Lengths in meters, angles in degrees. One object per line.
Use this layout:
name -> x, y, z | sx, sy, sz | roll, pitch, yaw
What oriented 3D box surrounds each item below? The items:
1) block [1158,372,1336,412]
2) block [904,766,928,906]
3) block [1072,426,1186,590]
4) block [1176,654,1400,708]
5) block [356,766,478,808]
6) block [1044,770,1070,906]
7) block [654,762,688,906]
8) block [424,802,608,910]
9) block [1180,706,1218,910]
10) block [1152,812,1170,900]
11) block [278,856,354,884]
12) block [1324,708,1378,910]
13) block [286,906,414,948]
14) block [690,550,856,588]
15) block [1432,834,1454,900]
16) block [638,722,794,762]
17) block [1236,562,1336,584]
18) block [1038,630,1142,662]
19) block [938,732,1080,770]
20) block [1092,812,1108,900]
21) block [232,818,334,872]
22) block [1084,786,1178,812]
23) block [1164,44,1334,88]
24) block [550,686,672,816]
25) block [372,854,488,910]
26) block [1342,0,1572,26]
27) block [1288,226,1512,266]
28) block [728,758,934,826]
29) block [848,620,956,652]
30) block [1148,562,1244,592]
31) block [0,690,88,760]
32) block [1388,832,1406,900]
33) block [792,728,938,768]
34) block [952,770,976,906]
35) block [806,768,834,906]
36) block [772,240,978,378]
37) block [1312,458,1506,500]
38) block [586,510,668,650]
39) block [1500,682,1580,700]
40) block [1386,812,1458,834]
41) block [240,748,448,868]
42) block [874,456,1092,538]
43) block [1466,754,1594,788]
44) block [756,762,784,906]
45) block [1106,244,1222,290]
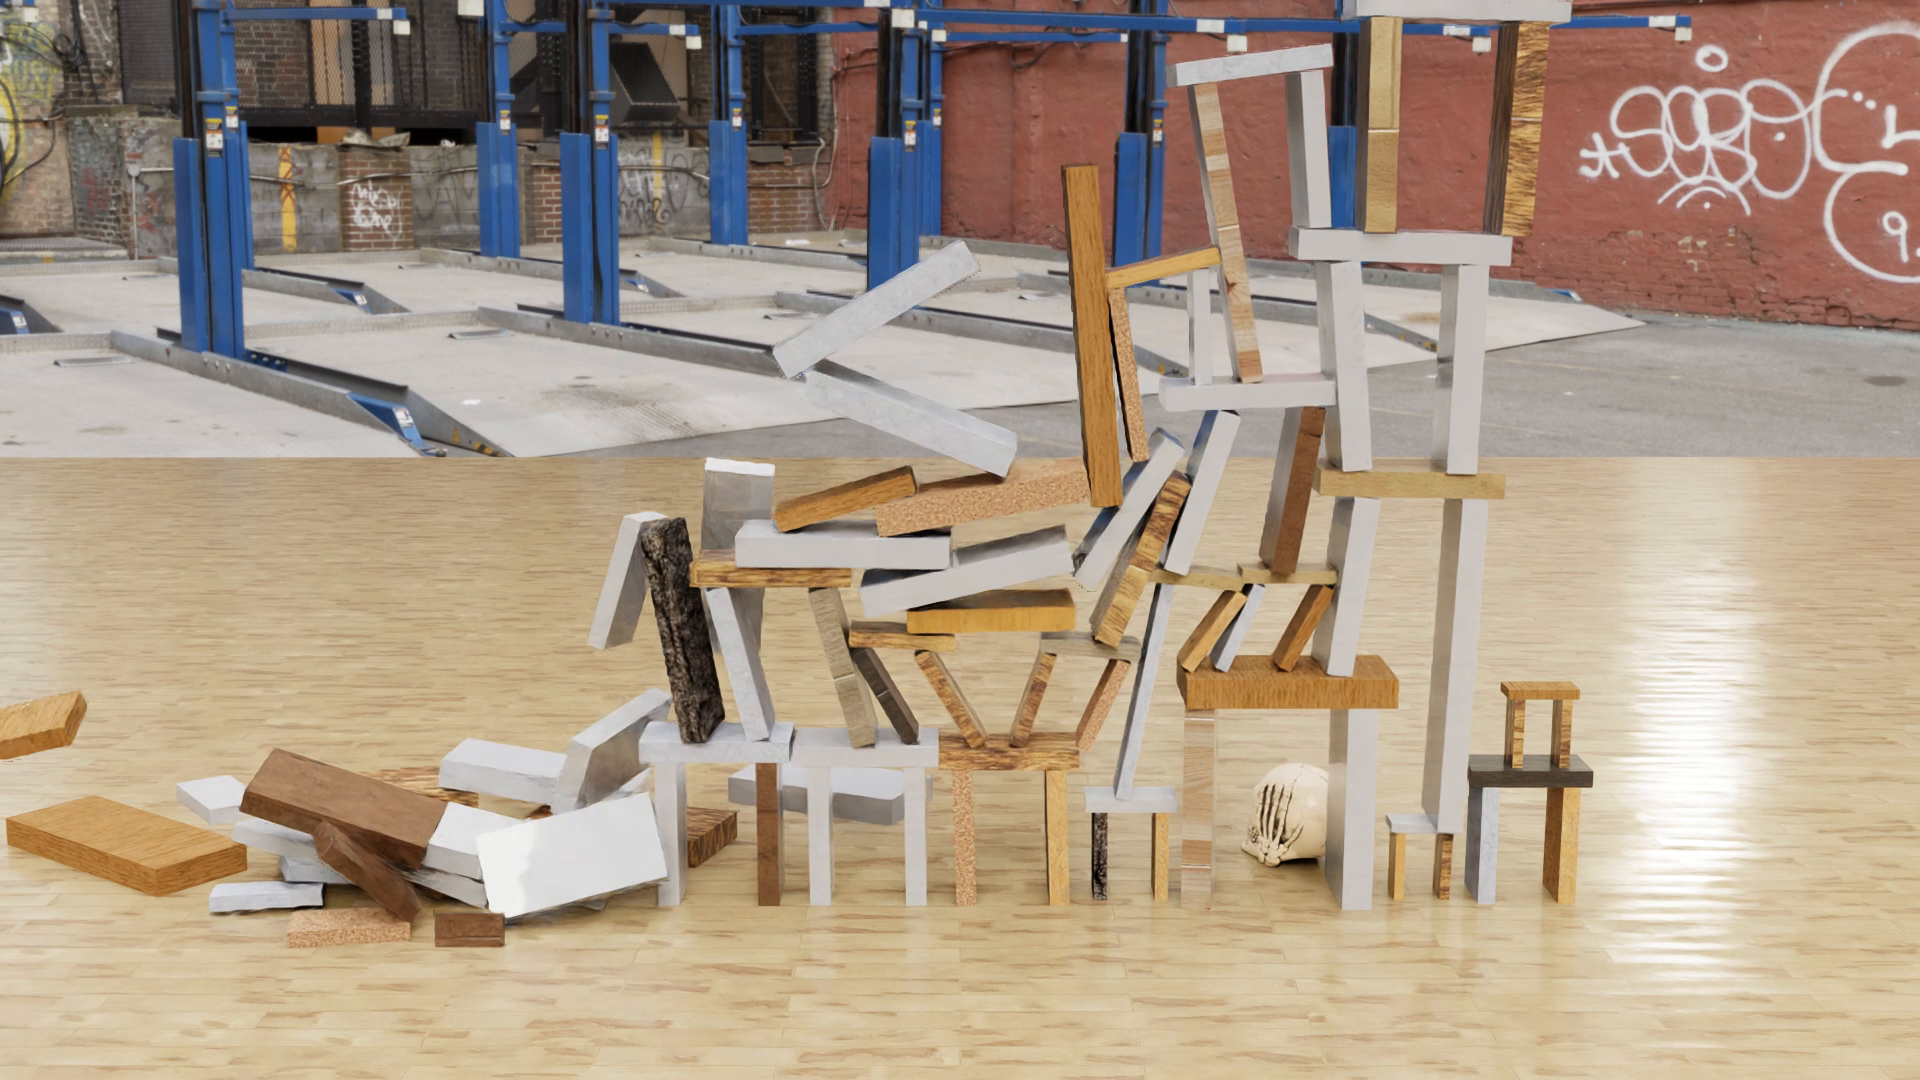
block -> 0.457, -0.238, 3.523 | 0.267, 0.038, 0.134 | -2, 10, 0
block -> -0.073, 0.474, 3.648 | 0.033, 0.236, 0.118 | -1, 11, 0
block -> 0.268, -0.053, 3.558 | 0.038, 0.268, 0.134 | 32, 9, -6
block -> 0.533, 0.232, 3.607 | 0.339, 0.048, 0.170 | 0, 11, 0
block -> -1.052, 0.463, 3.948 | 0.348, 0.049, 0.174 | -4, 11, -18
block -> 0.160, 0.477, 3.648 | 0.033, 0.230, 0.115 | -2, 11, 0
block -> -0.478, 0.470, 3.648 | 0.035, 0.244, 0.122 | 0, 11, 0
block -> -0.719, 0.522, 3.638 | 0.298, 0.042, 0.149 | 15, 19, -5
block -> 0.399, 0.421, 3.649 | 0.048, 0.339, 0.170 | 2, 11, 9
block -> 0.333, 0.515, 3.659 | 0.021, 0.151, 0.076 | 0, 10, 0
block -> -1.040, 0.551, 3.691 | 0.186, 0.026, 0.093 | 8, 6, -26
block -> 0.648, 0.422, 3.644 | 0.048, 0.339, 0.170 | 0, 11, 0
block -> -0.964, 0.611, 3.482 | 0.186, 0.026, 0.093 | -2, 11, -11
block -> -0.302, 0.046, 3.566 | 0.257, 0.036, 0.128 | 0, 10, 1
block -> 0.803, 0.535, 3.656 | 0.016, 0.112, 0.056 | 1, 10, 0
block -> -0.398, 0.333, 3.621 | 0.244, 0.035, 0.122 | 0, 11, 0
block -> 0.530, 0.053, 3.580 | 0.151, 0.021, 0.076 | 1, 10, -1
block -> 0.211, 0.170, 3.588 | 0.161, 0.023, 0.081 | 5, 10, -1
block -> 0.079, 0.348, 3.623 | 0.230, 0.033, 0.115 | 0, 11, 0
block -> 0.232, 0.515, 3.659 | 0.021, 0.151, 0.076 | 0, 11, 0
block -> -1.107, 0.508, 3.698 | 0.205, 0.029, 0.103 | 13, 7, 19
block -> 0.282, 0.430, 3.643 | 0.151, 0.021, 0.076 | 0, 11, 0
block -> 0.448, -0.738, 3.428 | 0.241, 0.034, 0.121 | -8, 10, -2
block -> -0.582, 0.356, 3.689 | 0.040, 0.142, 0.284 | 25, 21, 13
block -> -0.902, 0.506, 3.653 | 0.298, 0.042, 0.149 | 22, 19, -2
block -> 0.764, -0.825, 3.401 | 0.322, 0.046, 0.161 | 2, 10, 1
block -> 0.692, -0.467, 3.480 | 0.327, 0.046, 0.163 | 2, 10, 3
block -> -0.245, 0.472, 4.172 | 0.347, 0.049, 0.174 | 5, 12, 25
block -> -0.094, 0.156, 3.584 | 0.172, 0.024, 0.086 | 3, 10, 0
block -> 0.378, 0.058, 3.573 | 0.151, 0.021, 0.076 | 6, 10, -2
block -> -1.131, 0.229, 2.597 | 0.176, 0.025, 0.088 | -13, 27, -2
block -> 0.726, 0.535, 3.656 | 0.016, 0.113, 0.056 | 0, 11, 0
block -> -0.153, 0.341, 3.624 | 0.236, 0.033, 0.118 | 0, 11, 0
block -> 0.007, 0.477, 3.647 | 0.033, 0.230, 0.115 | -2, 11, 0
block -> -0.230, 0.474, 3.648 | 0.033, 0.236, 0.118 | -1, 11, 0
block -> -0.136, -0.369, 3.501 | 0.344, 0.049, 0.172 | -30, 9, 2
block -> 0.718, -0.100, 3.548 | 0.291, 0.041, 0.145 | 1, 10, 2
block -> -0.552, 0.067, 3.657 | 0.032, 0.225, 0.112 | 20, 10, 14
block -> 0.951, 0.246, 3.605 | 0.115, 0.016, 0.058 | 0, 11, 0
block -> 0.767, 0.470, 3.645 | 0.113, 0.016, 0.056 | 2, 10, 0
block -> -1.003, 0.437, 3.592 | 0.298, 0.042, 0.149 | 19, 21, -6
block -> 0.035, -0.071, 3.542 | 0.339, 0.048, 0.170 | -10, 10, 1
block -> 0.933, 0.381, 3.632 | 0.198, 0.028, 0.099 | 0, 11, 0
block -> -0.314, 0.470, 3.647 | 0.035, 0.244, 0.122 | 0, 11, 0
block -> 0.317, -0.432, 3.478 | 0.182, 0.026, 0.091 | -13, 10, 2
